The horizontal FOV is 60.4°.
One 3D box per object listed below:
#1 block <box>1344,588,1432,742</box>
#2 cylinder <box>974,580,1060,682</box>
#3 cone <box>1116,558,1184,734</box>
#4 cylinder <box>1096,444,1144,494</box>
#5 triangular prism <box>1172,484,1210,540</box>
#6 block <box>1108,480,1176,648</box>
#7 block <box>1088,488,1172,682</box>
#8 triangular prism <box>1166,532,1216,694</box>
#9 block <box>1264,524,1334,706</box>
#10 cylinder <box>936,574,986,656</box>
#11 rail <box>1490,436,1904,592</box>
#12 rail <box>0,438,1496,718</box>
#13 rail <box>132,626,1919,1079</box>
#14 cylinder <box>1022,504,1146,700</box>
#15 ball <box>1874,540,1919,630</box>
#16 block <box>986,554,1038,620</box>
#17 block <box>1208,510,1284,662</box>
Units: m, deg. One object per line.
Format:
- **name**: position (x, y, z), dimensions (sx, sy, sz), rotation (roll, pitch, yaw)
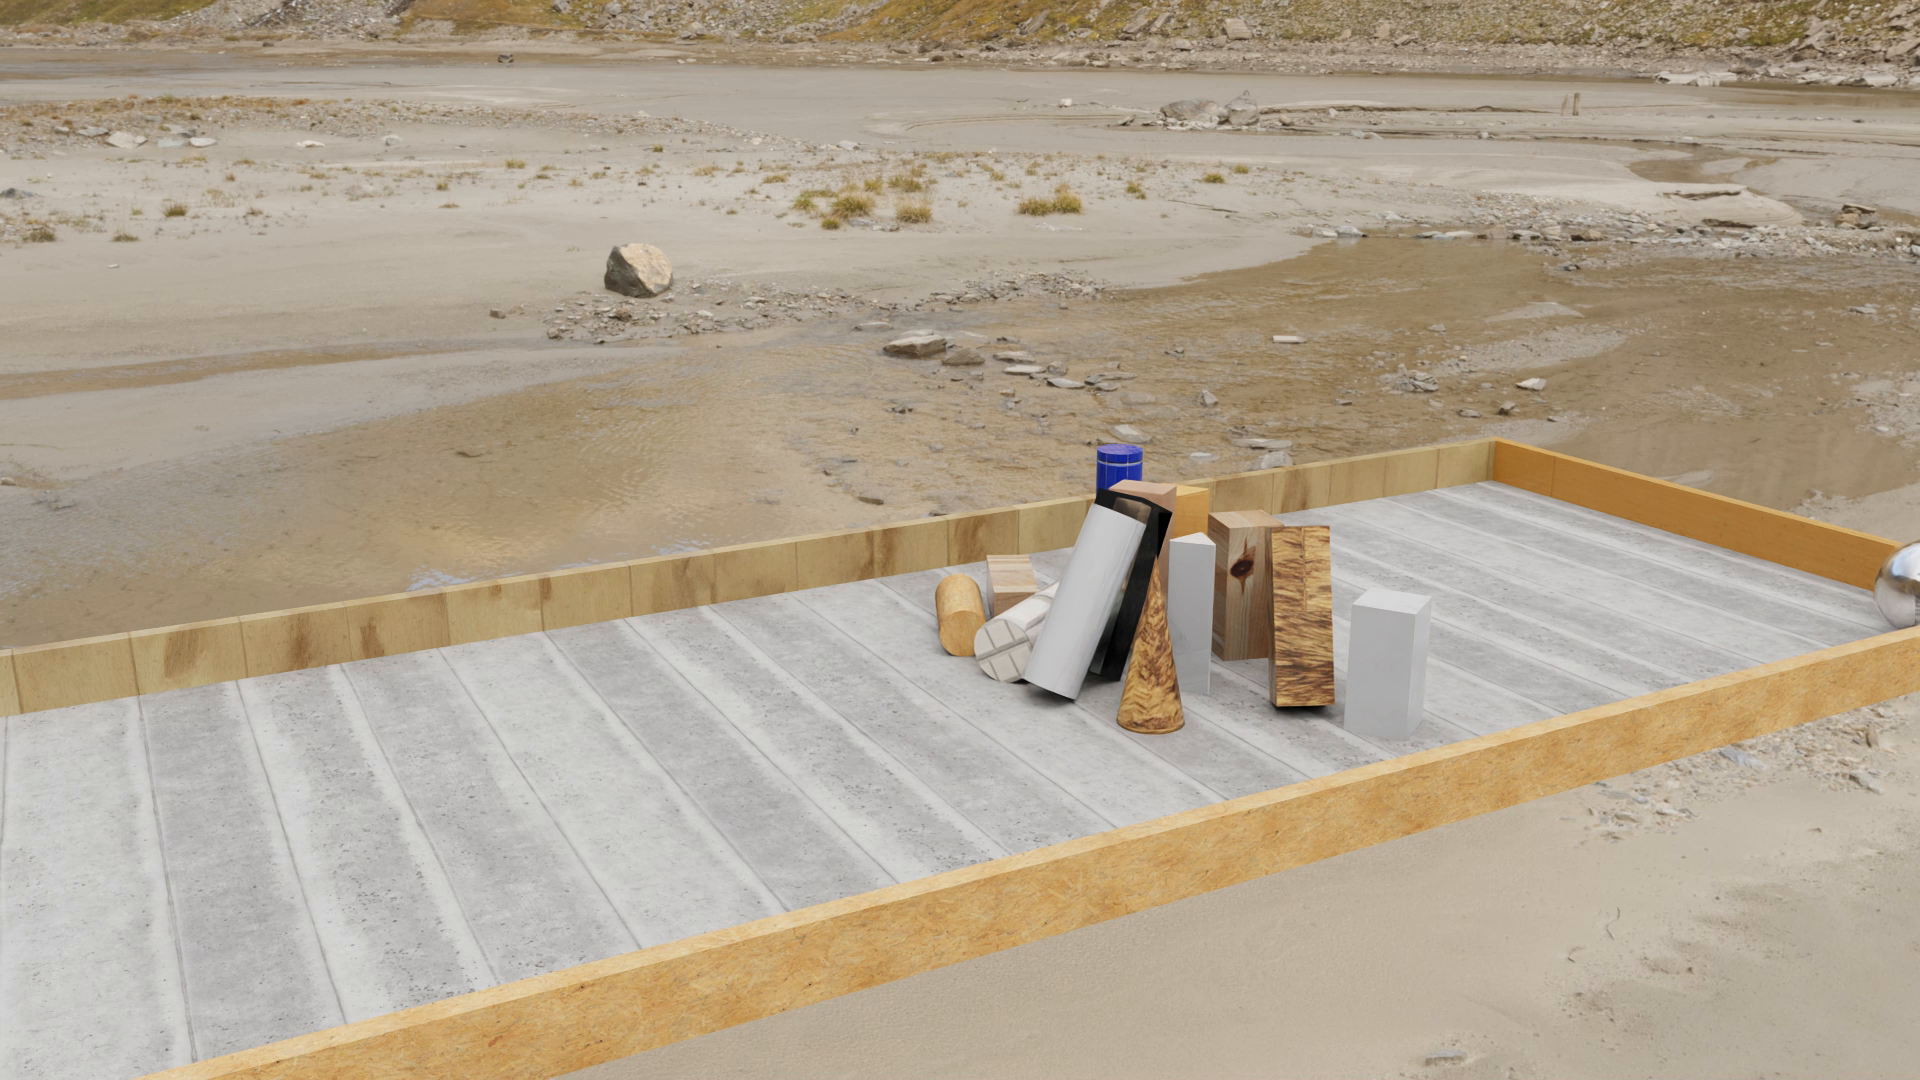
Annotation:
- **block**: position (0.993, 0.287, 3.830), dimensions (0.145, 0.309, 0.145), rotation (9, 19, 28)
- **cylinder**: position (0.215, 0.223, 4.301), dimensions (0.166, 0.166, 0.436), rotation (9, 19, 28)
- **cone**: position (0.450, 0.230, 3.839), dimensions (0.162, 0.413, 0.162), rotation (0, 16, 0)
- **cylinder**: position (0.465, -0.067, 4.852), dimensions (0.134, 0.411, 0.134), rotation (0, 16, 0)
- **triangular prism**: position (0.591, 0.036, 4.568), dimensions (0.135, 0.373, 0.117), rotation (-11, 21, -34)
- **block**: position (0.470, 0.065, 4.366), dimensions (0.146, 0.420, 0.146), rotation (7, 14, 20)
- **block**: position (0.376, 0.112, 4.153), dimensions (0.140, 0.447, 0.140), rotation (15, -5, 41)
- **triangular prism**: position (0.576, 0.178, 4.068), dimensions (0.113, 0.384, 0.097), rotation (6, 17, 20)
- **block**: position (0.812, 0.178, 3.952), dimensions (0.135, 0.423, 0.135), rotation (-2, 1, 3)
- **cylinder**: position (0.003, 0.200, 4.448), dimensions (0.128, 0.128, 0.314), rotation (-1, 16, -3)
- **rail**: position (2.466, -0.048, 5.253), dimensions (0.050, 0.150, 2.100), rotation (-9, 18, -27)
- **rail**: position (-3.305, 0.497, 3.399), dimensions (12.000, 0.150, 0.050), rotation (-9, 18, -27)
- **rail**: position (-2.336, 1.006, 1.665), dimensions (12.000, 0.150, 0.050), rotation (-9, 18, -27)
- **cylinder**: position (0.301, 0.149, 4.013), dimensions (0.144, 0.456, 0.144), rotation (22, 0, 0)
- **ball**: position (2.607, 0.132, 4.418), dimensions (0.274, 0.274, 0.274), rotation (0, 16, 0)
- **block**: position (0.145, 0.150, 4.628), dimensions (0.121, 0.121, 0.346), rotation (-1, 16, -3)
- **block**: position (0.740, 0.118, 4.317), dimensions (0.149, 0.360, 0.149), rotation (-4, 17, -12)
